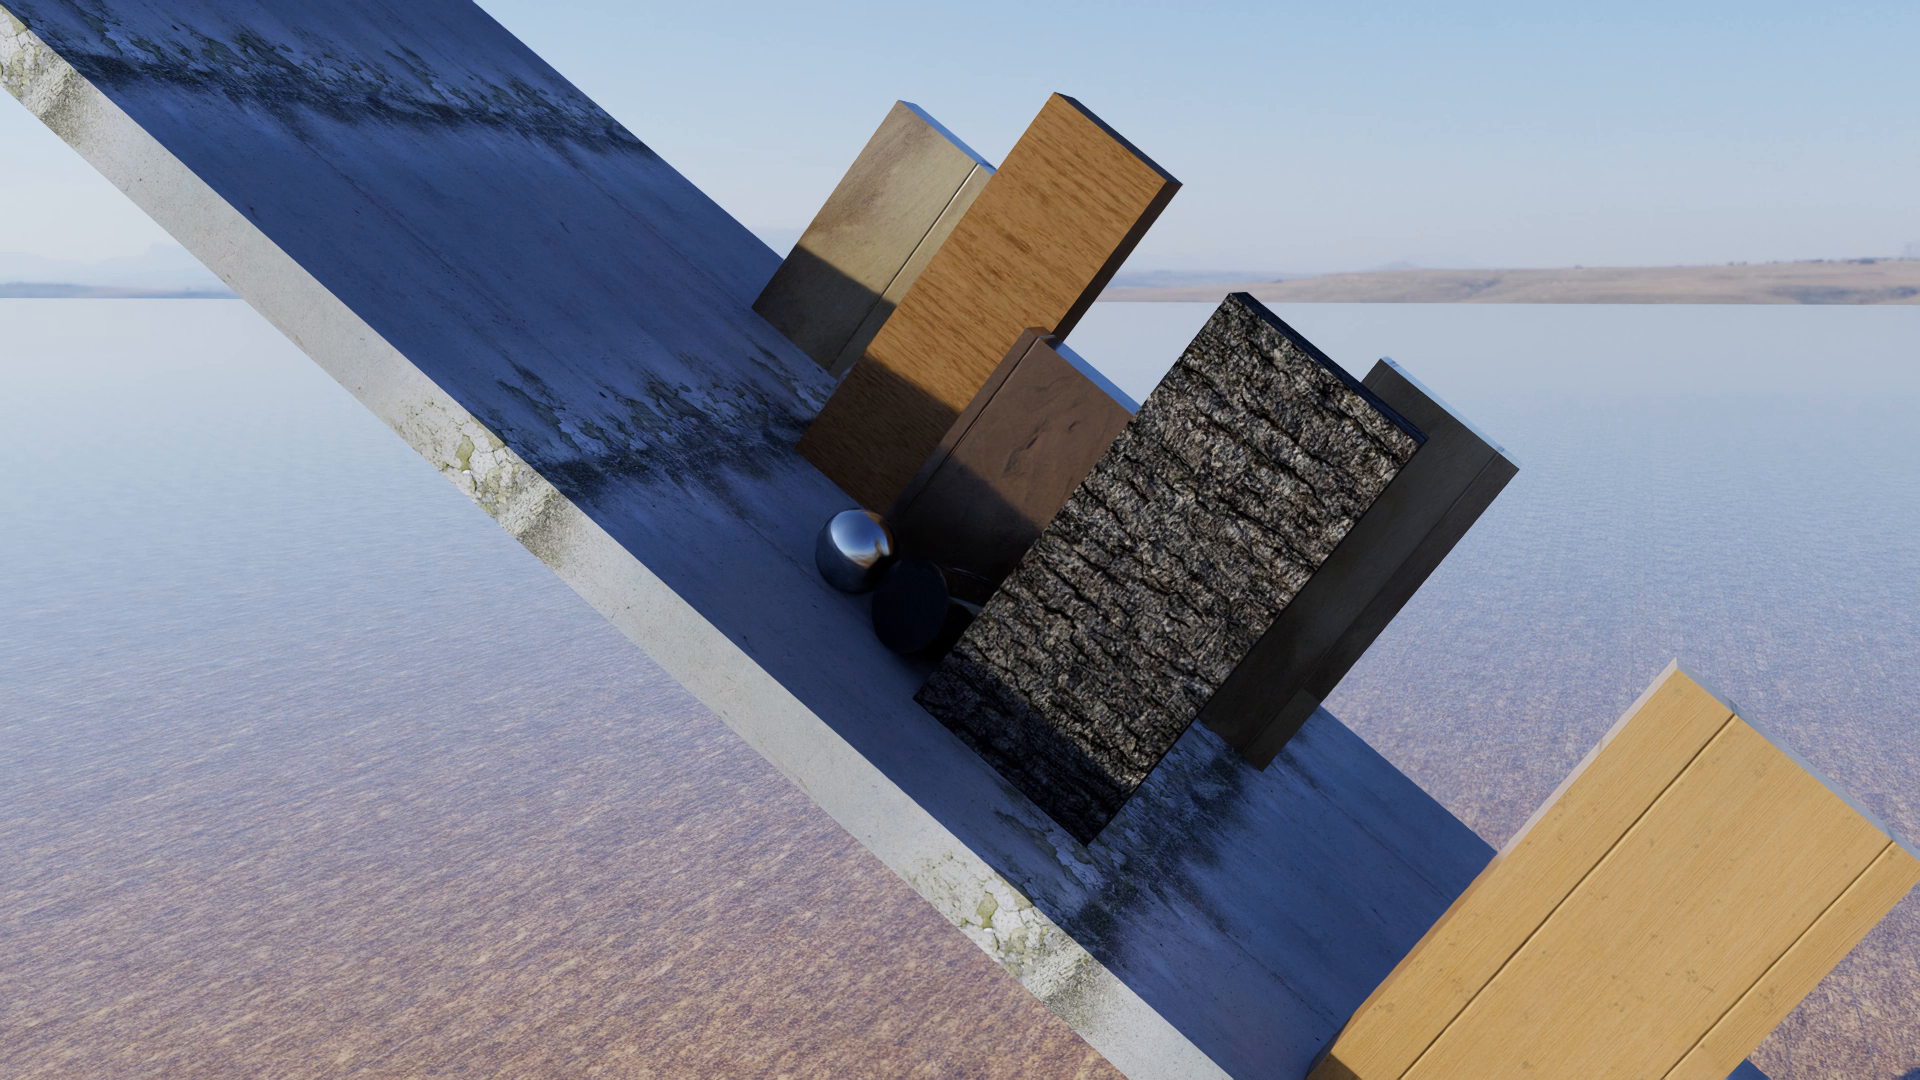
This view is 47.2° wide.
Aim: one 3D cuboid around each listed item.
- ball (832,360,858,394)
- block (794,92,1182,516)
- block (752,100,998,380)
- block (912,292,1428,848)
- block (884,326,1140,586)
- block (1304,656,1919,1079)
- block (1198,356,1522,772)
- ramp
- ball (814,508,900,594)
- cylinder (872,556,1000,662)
[{"bbox_3d":[-0.150,-0.257,4.222,0.198,0.198,0.198,0,7,0],"label":"ball"},{"bbox_3d":[0.046,-0.397,3.943,0.252,0.794,0.143,40,16,9],"label":"block"},{"bbox_3d":[-0.098,-0.557,4.556,0.441,0.534,0.116,40,16,9],"label":"block"},{"bbox_3d":[0.308,0.046,3.292,0.346,0.781,0.147,40,16,9],"label":"block"},{"bbox_3d":[0.145,-0.029,3.684,0.435,0.490,0.109,40,16,9],"label":"block"},{"bbox_3d":[0.877,0.587,3.002,0.401,0.780,0.095,40,16,9],"label":"block"},{"bbox_3d":[0.692,0.048,4.170,0.322,0.748,0.127,40,16,9],"label":"block"},{"bbox_3d":[-0.033,0.088,4.055,4.000,0.100,2.000,40,16,9],"label":"ramp"},{"bbox_3d":[-0.165,0.017,3.533,0.137,0.137,0.137,0,7,0],"label":"ball"},{"bbox_3d":[-0.032,0.116,3.511,0.155,0.155,0.155,6,-7,39],"label":"cylinder"}]
